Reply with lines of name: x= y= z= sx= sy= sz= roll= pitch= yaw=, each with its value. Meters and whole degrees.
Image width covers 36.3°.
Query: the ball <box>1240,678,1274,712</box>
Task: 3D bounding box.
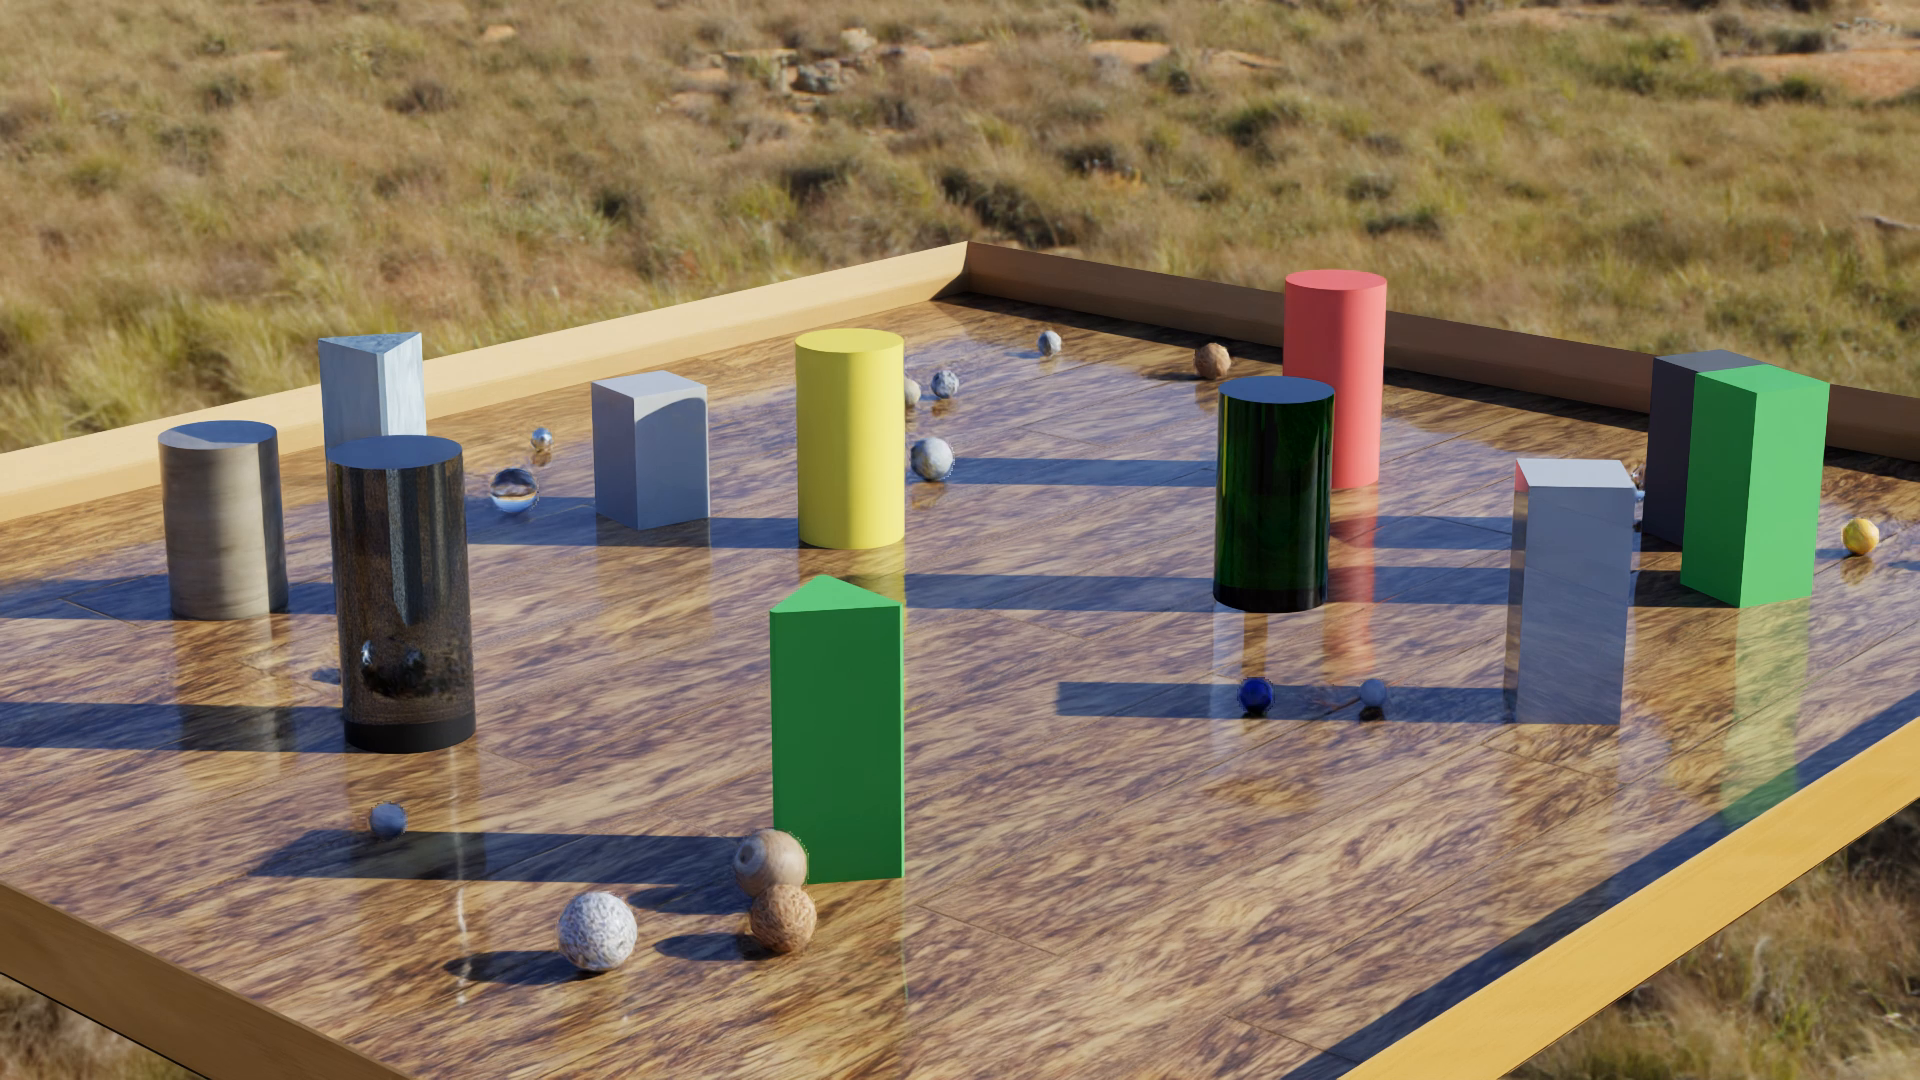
ball: x=0.461 y=0.241 z=4.562 sx=0.053 sy=0.053 sz=0.053 roll=0 pitch=17 yaw=0

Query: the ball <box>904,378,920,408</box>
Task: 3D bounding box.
ball: x=-0.118 y=-0.322 z=6.413 sx=0.063 sy=0.063 sz=0.063 roll=0 pitch=17 yaw=0

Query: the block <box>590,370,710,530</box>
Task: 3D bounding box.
block: x=-0.589 y=-0.172 z=5.581 sx=0.159 sy=0.257 sz=0.159 roll=-12 pitch=21 yaw=-35

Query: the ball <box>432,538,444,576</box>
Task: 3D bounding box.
ball: x=-0.957 y=0.032 z=5.212 sx=0.079 sy=0.079 sz=0.079 roll=0 pitch=17 yaw=0

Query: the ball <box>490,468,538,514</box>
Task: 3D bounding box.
ball: x=-0.855 y=-0.095 z=5.616 sx=0.089 sy=0.089 sz=0.089 roll=0 pitch=17 yaw=0

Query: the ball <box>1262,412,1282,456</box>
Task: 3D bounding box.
ball: x=0.666 y=-0.217 z=6.014 sx=0.094 sy=0.094 sz=0.094 roll=0 pitch=17 yaw=0

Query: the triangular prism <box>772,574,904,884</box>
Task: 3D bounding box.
triangular prism: x=-0.173 y=0.252 z=3.950 sx=0.172 sy=0.385 sz=0.149 roll=-3 pitch=17 yaw=-10

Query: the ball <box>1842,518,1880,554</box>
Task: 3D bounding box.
ball: x=1.648 y=-0.006 z=5.363 sx=0.065 sy=0.065 sz=0.065 roll=0 pitch=17 yaw=0

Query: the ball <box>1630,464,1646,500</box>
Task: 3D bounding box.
ball: x=1.340 y=-0.112 z=5.705 sx=0.071 sy=0.071 sz=0.071 roll=0 pitch=17 yaw=0

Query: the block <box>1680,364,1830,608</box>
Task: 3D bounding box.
block: x=1.383 y=-0.096 z=5.110 sx=0.159 sy=0.382 sz=0.159 roll=-8 pitch=19 yaw=-25

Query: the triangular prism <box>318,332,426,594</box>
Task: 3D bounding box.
triangular prism: x=-0.981 y=-0.123 z=5.068 sx=0.172 sy=0.459 sz=0.149 roll=15 pitch=22 yaw=40

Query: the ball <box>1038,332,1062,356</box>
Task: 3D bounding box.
ball: x=0.210 y=-0.462 z=6.888 sx=0.058 sy=0.058 sz=0.058 roll=0 pitch=17 yaw=0

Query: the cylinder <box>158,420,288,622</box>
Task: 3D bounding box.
cylinder: x=-1.267 y=-0.035 z=5.047 sx=0.199 sy=0.303 sz=0.199 roll=0 pitch=17 yaw=0

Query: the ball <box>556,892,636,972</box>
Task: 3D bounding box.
ball: x=-0.453 y=0.489 z=3.658 sx=0.099 sy=0.099 sz=0.099 roll=0 pitch=17 yaw=0

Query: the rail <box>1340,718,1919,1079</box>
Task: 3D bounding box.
rail: x=1.244 y=0.344 z=4.086 sx=0.045 sy=0.129 sz=3.905 roll=14 pitch=22 yaw=39

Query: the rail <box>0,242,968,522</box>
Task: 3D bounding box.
rail: x=-1.244 y=-0.279 z=6.154 sx=0.045 sy=0.129 sz=3.905 roll=14 pitch=22 yaw=39

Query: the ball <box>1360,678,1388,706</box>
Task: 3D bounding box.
ball: x=0.646 y=0.239 z=4.585 sx=0.044 sy=0.044 sz=0.044 roll=0 pitch=17 yaw=0

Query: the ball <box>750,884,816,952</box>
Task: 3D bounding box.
ball: x=-0.224 y=0.479 z=3.717 sx=0.085 sy=0.085 sz=0.085 roll=0 pitch=17 yaw=0

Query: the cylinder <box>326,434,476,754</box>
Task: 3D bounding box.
cylinder: x=-0.840 y=0.080 z=4.422 sx=0.199 sy=0.442 sz=0.199 roll=0 pitch=17 yaw=0

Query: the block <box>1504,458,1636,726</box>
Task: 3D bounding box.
block: x=0.940 y=0.079 z=4.535 sx=0.159 sy=0.380 sz=0.159 roll=1 pitch=17 yaw=3

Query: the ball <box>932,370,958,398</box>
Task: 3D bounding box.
ball: x=-0.033 y=-0.345 z=6.495 sx=0.061 sy=0.061 sz=0.061 roll=0 pitch=17 yaw=0

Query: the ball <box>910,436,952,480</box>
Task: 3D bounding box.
ball: x=-0.057 y=-0.163 z=5.847 sx=0.085 sy=0.085 sz=0.085 roll=0 pitch=17 yaw=0

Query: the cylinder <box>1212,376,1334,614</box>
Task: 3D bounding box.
cylinder: x=0.542 y=-0.080 z=5.077 sx=0.199 sy=0.372 sz=0.199 roll=0 pitch=17 yaw=0

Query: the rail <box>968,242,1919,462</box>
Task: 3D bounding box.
rail: x=1.265 y=-0.388 z=6.514 sx=3.342 sy=0.129 sz=0.045 roll=14 pitch=22 yaw=39

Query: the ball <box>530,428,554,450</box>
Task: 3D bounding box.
ball: x=-0.866 y=-0.209 z=6.067 sx=0.047 sy=0.047 sz=0.047 roll=0 pitch=17 yaw=0

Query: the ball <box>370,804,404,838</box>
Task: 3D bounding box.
ball: x=-0.796 y=0.390 z=4.074 sx=0.048 sy=0.048 sz=0.048 roll=0 pitch=17 yaw=0

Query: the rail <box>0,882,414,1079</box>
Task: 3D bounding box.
rail: x=-1.265 y=0.452 z=3.725 sx=3.342 sy=0.129 sz=0.045 roll=14 pitch=22 yaw=39

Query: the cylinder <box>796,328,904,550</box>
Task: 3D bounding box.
cylinder: x=-0.203 y=-0.189 z=5.438 sx=0.199 sy=0.372 sz=0.199 roll=0 pitch=17 yaw=0

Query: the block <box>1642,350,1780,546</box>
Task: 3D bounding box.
block: x=1.388 y=-0.167 z=5.432 sx=0.159 sy=0.333 sz=0.159 roll=-8 pitch=18 yaw=-24

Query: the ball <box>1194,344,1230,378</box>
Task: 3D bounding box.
ball: x=0.574 y=-0.407 z=6.669 sx=0.080 sy=0.080 sz=0.080 roll=0 pitch=17 yaw=0

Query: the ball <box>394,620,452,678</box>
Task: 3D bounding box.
ball: x=-0.862 y=0.175 z=4.709 sx=0.095 sy=0.095 sz=0.095 roll=0 pitch=17 yaw=0

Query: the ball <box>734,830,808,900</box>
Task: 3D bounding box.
ball: x=-0.249 y=0.429 z=3.858 sx=0.097 sy=0.097 sz=0.097 roll=0 pitch=17 yaw=0

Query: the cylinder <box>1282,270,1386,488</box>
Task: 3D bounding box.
cylinder: x=0.740 y=-0.322 z=5.829 sx=0.199 sy=0.400 sz=0.199 roll=0 pitch=17 yaw=0
